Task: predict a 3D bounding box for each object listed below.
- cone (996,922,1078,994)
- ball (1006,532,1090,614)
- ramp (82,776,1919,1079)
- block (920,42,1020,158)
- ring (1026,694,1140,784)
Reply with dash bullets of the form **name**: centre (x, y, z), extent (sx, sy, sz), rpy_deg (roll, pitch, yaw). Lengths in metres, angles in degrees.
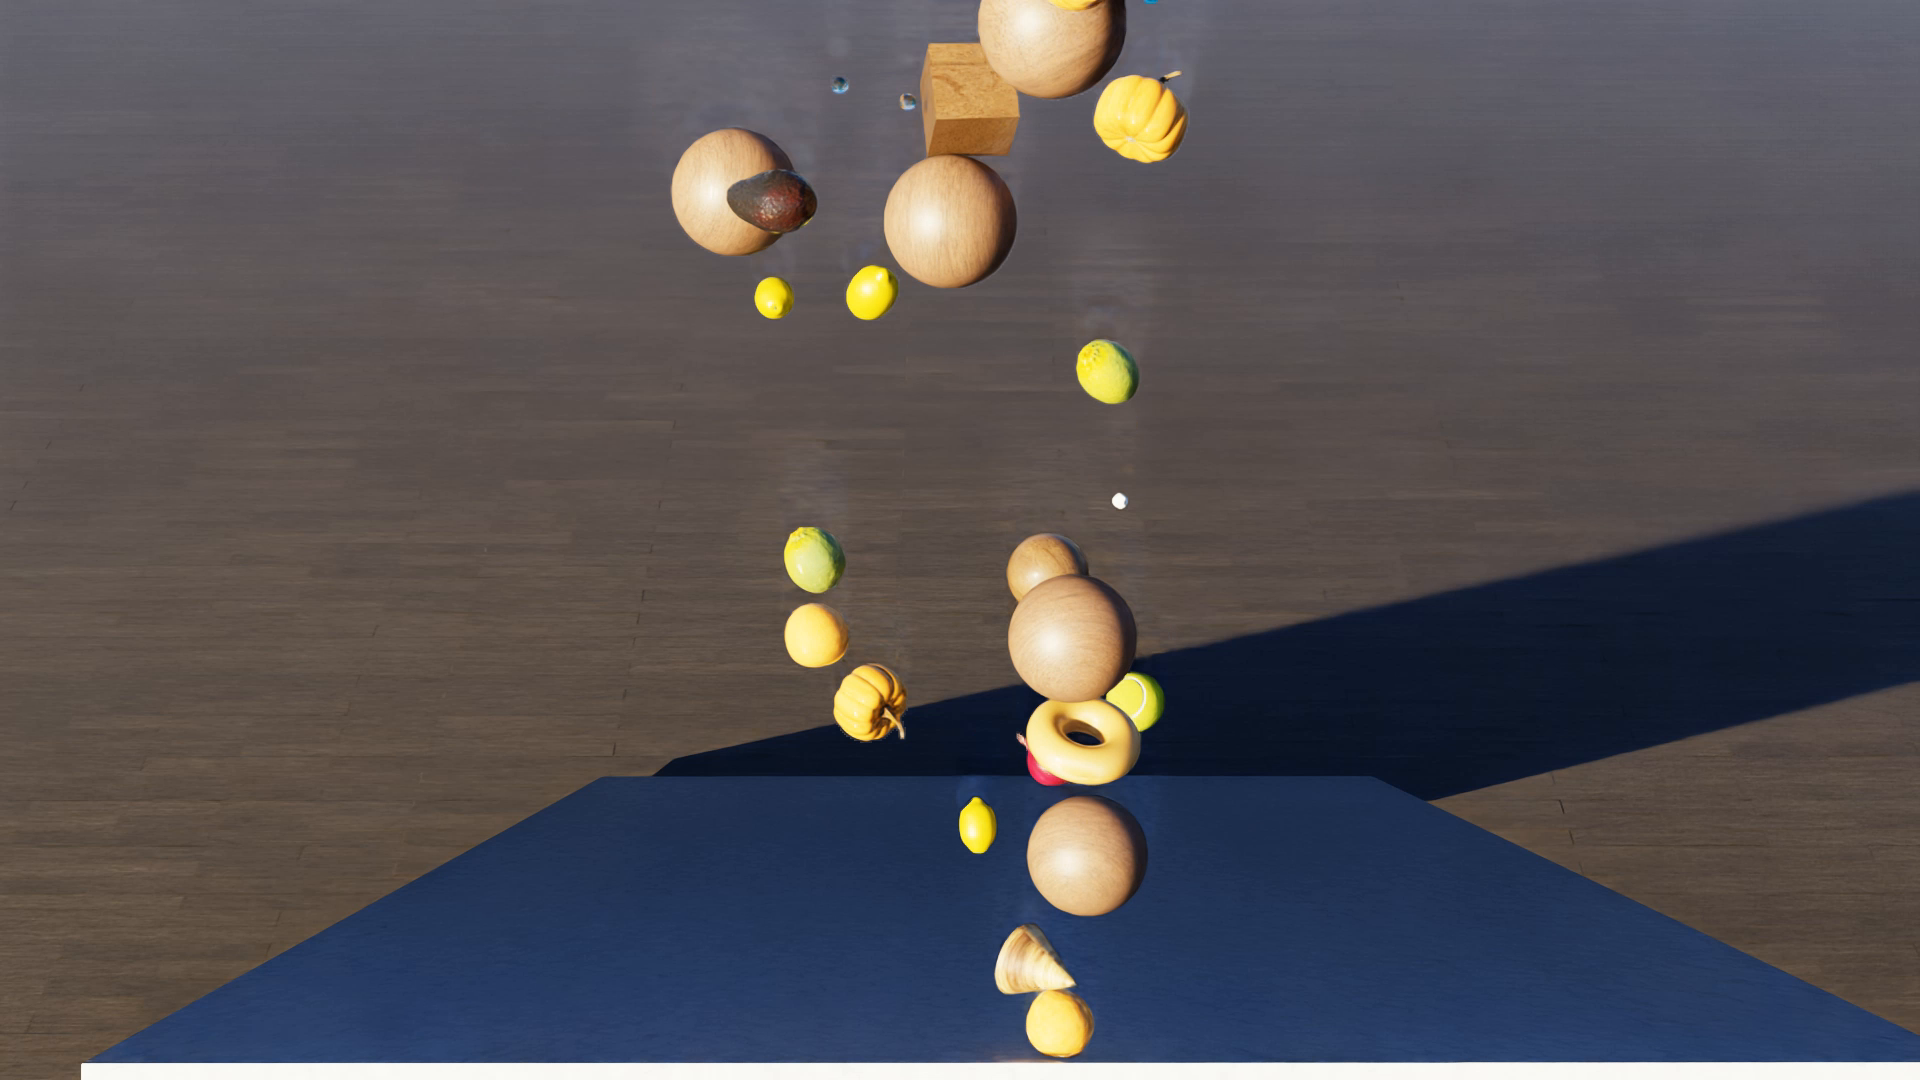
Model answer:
- **cone**: centre (0.099, 0.478, 2.866), extent (0.085, 0.085, 0.085), rpy_deg (20, 37, 37)
- **ball**: centre (0.092, 0.035, 2.699), extent (0.086, 0.086, 0.086), rpy_deg (0, 32, 0)
- **ramp**: centre (0.072, 0.633, 4.735), extent (2.000, 0.100, 4.000), rpy_deg (0, -1, 0)
- **block**: centre (0.009, -0.426, 2.509), extent (0.080, 0.080, 0.080), rpy_deg (-3, 72, -8)
- **ring**: centre (0.125, 0.200, 2.609), extent (0.117, 0.039, 0.117), rpy_deg (7, 37, -5)
